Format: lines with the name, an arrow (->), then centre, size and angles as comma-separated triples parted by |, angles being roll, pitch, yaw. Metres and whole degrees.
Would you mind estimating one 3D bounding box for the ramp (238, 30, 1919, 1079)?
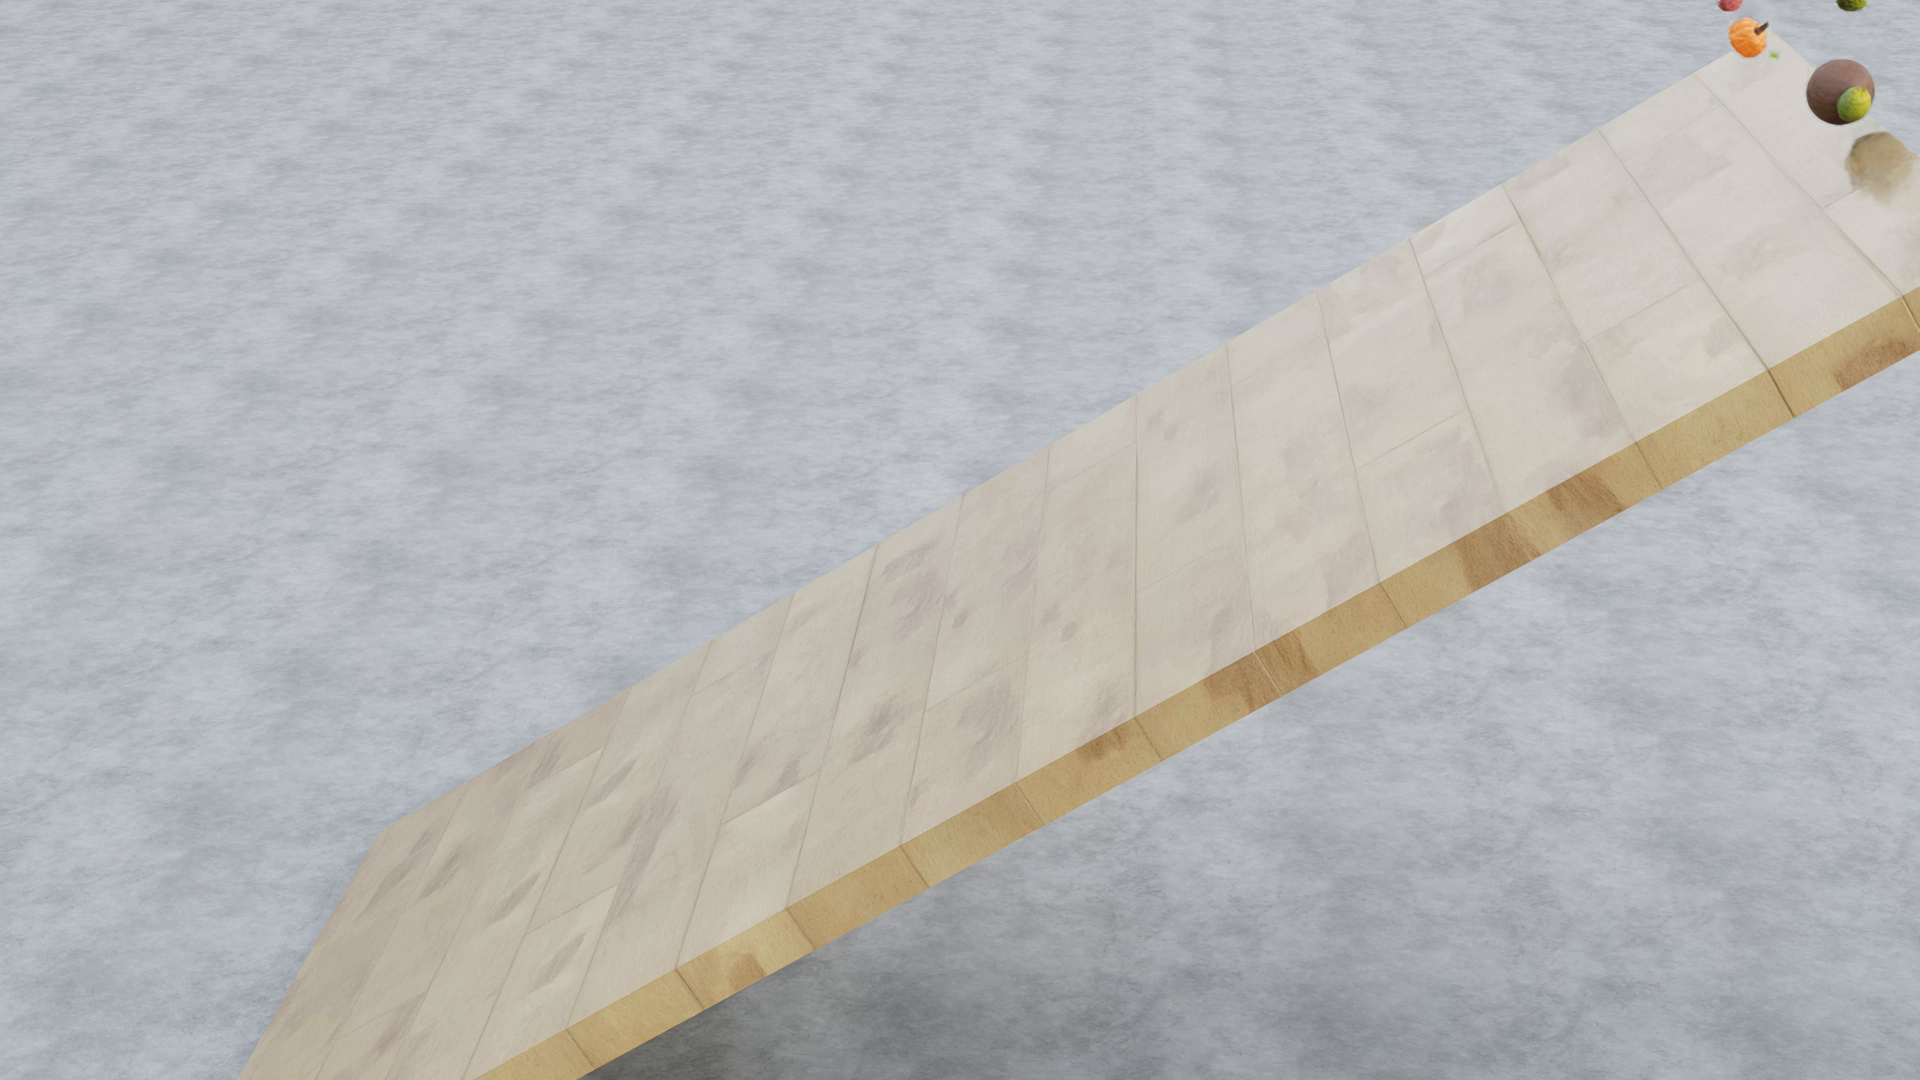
ramp -> 0.141, 0.169, 6.291 | 4.000, 0.100, 2.000 | -30, 15, 13
